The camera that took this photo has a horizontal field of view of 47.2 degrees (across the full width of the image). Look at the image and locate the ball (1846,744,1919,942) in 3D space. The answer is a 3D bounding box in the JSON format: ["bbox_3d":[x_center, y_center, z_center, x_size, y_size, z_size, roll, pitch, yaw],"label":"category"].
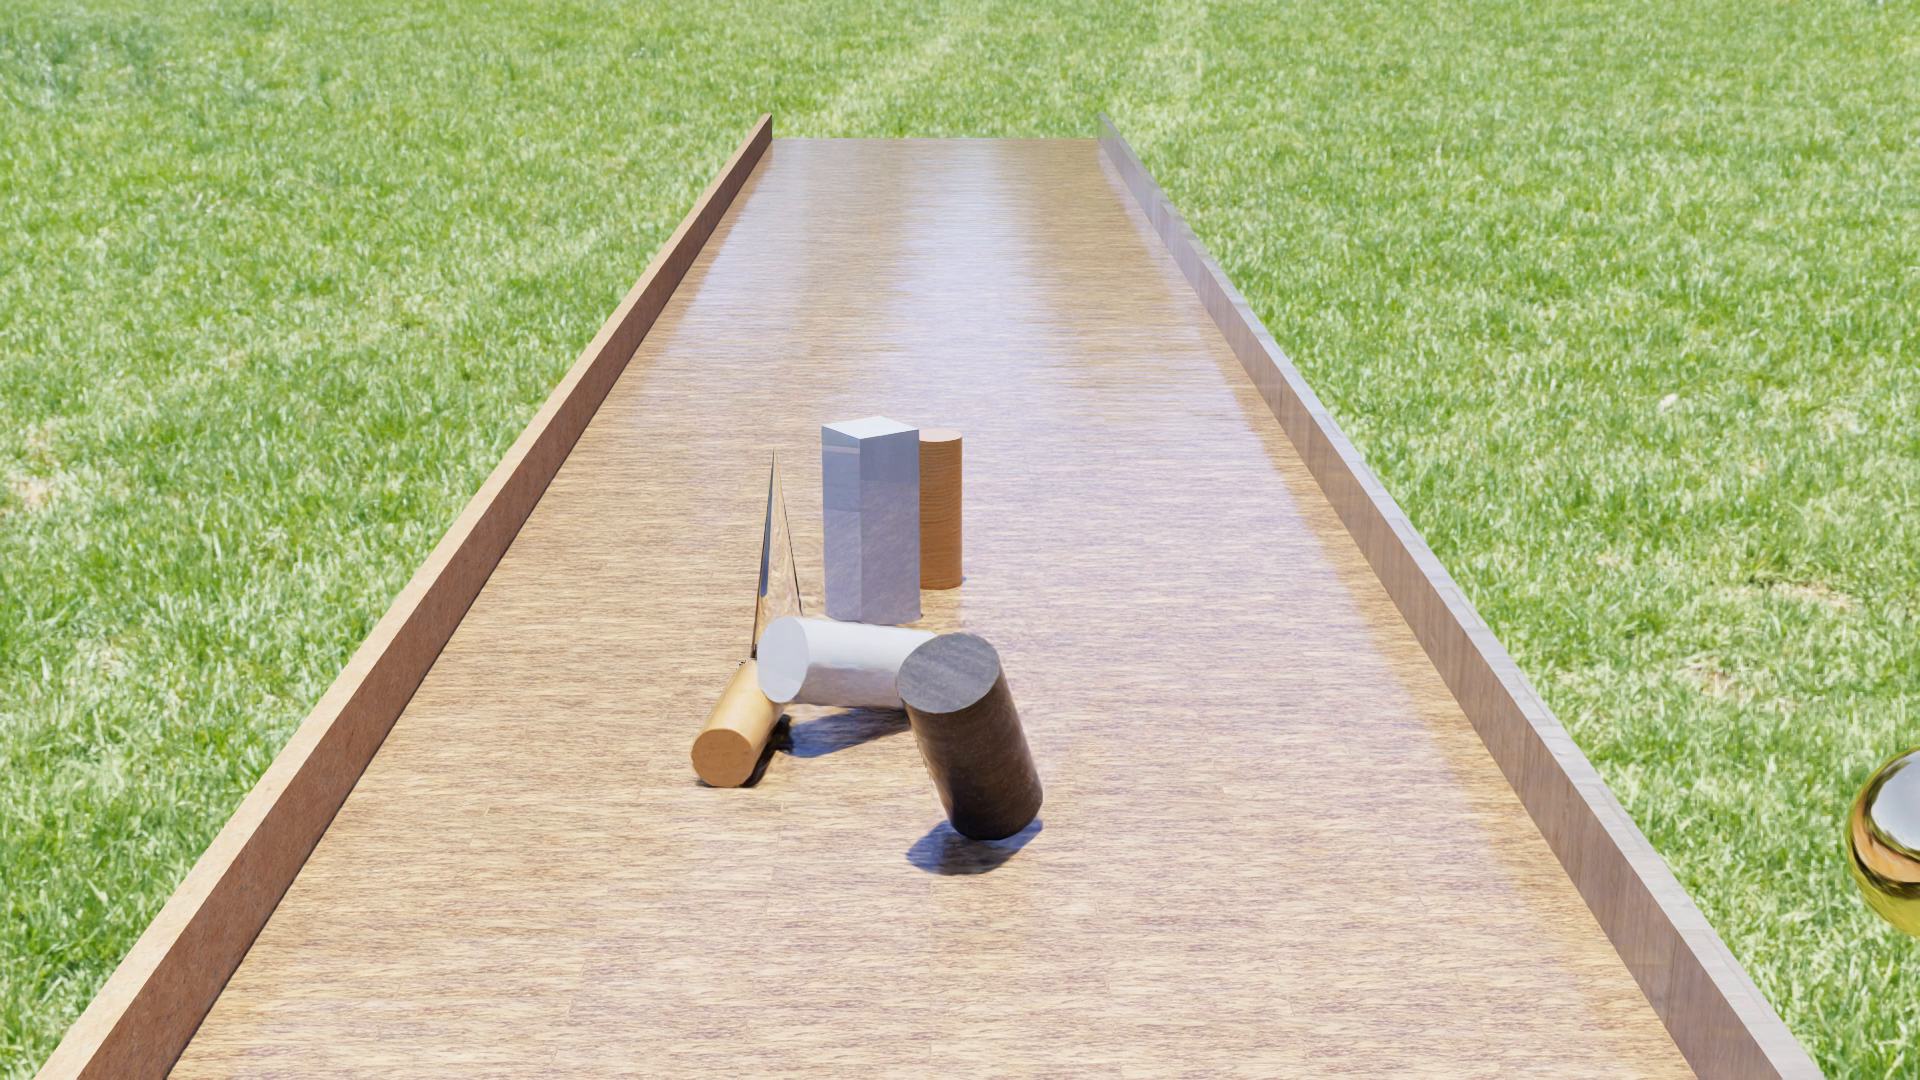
[{"bbox_3d":[1.308,0.399,2.882,0.273,0.273,0.273,0,17,0],"label":"ball"}]

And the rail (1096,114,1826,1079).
[{"bbox_3d":[0.932,-0.844,7.801,0.050,0.150,12.000,0,17,-1],"label":"rail"}]

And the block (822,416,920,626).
[{"bbox_3d":[-0.186,-0.034,4.612,0.146,0.416,0.146,-11,20,-34],"label":"block"}]

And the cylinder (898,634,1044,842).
[{"bbox_3d":[0.020,0.318,3.520,0.164,0.325,0.164,-10,44,9],"label":"cylinder"}]

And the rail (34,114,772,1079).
[{"bbox_3d":[-1.118,-0.838,7.780,0.050,0.150,12.000,0,17,-1],"label":"rail"}]

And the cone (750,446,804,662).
[{"bbox_3d":[-0.363,0.024,4.362,0.120,0.447,0.120,0,17,0],"label":"cone"}]

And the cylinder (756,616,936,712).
[{"bbox_3d":[-0.195,0.230,4.025,0.328,0.156,0.156,8,7,-41],"label":"cylinder"}]

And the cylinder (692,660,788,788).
[{"bbox_3d":[-0.387,0.325,3.939,0.111,0.111,0.349,2,17,6],"label":"cylinder"}]

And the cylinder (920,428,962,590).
[{"bbox_3d":[-0.054,-0.068,4.862,0.119,0.338,0.119,0,17,0],"label":"cylinder"}]
